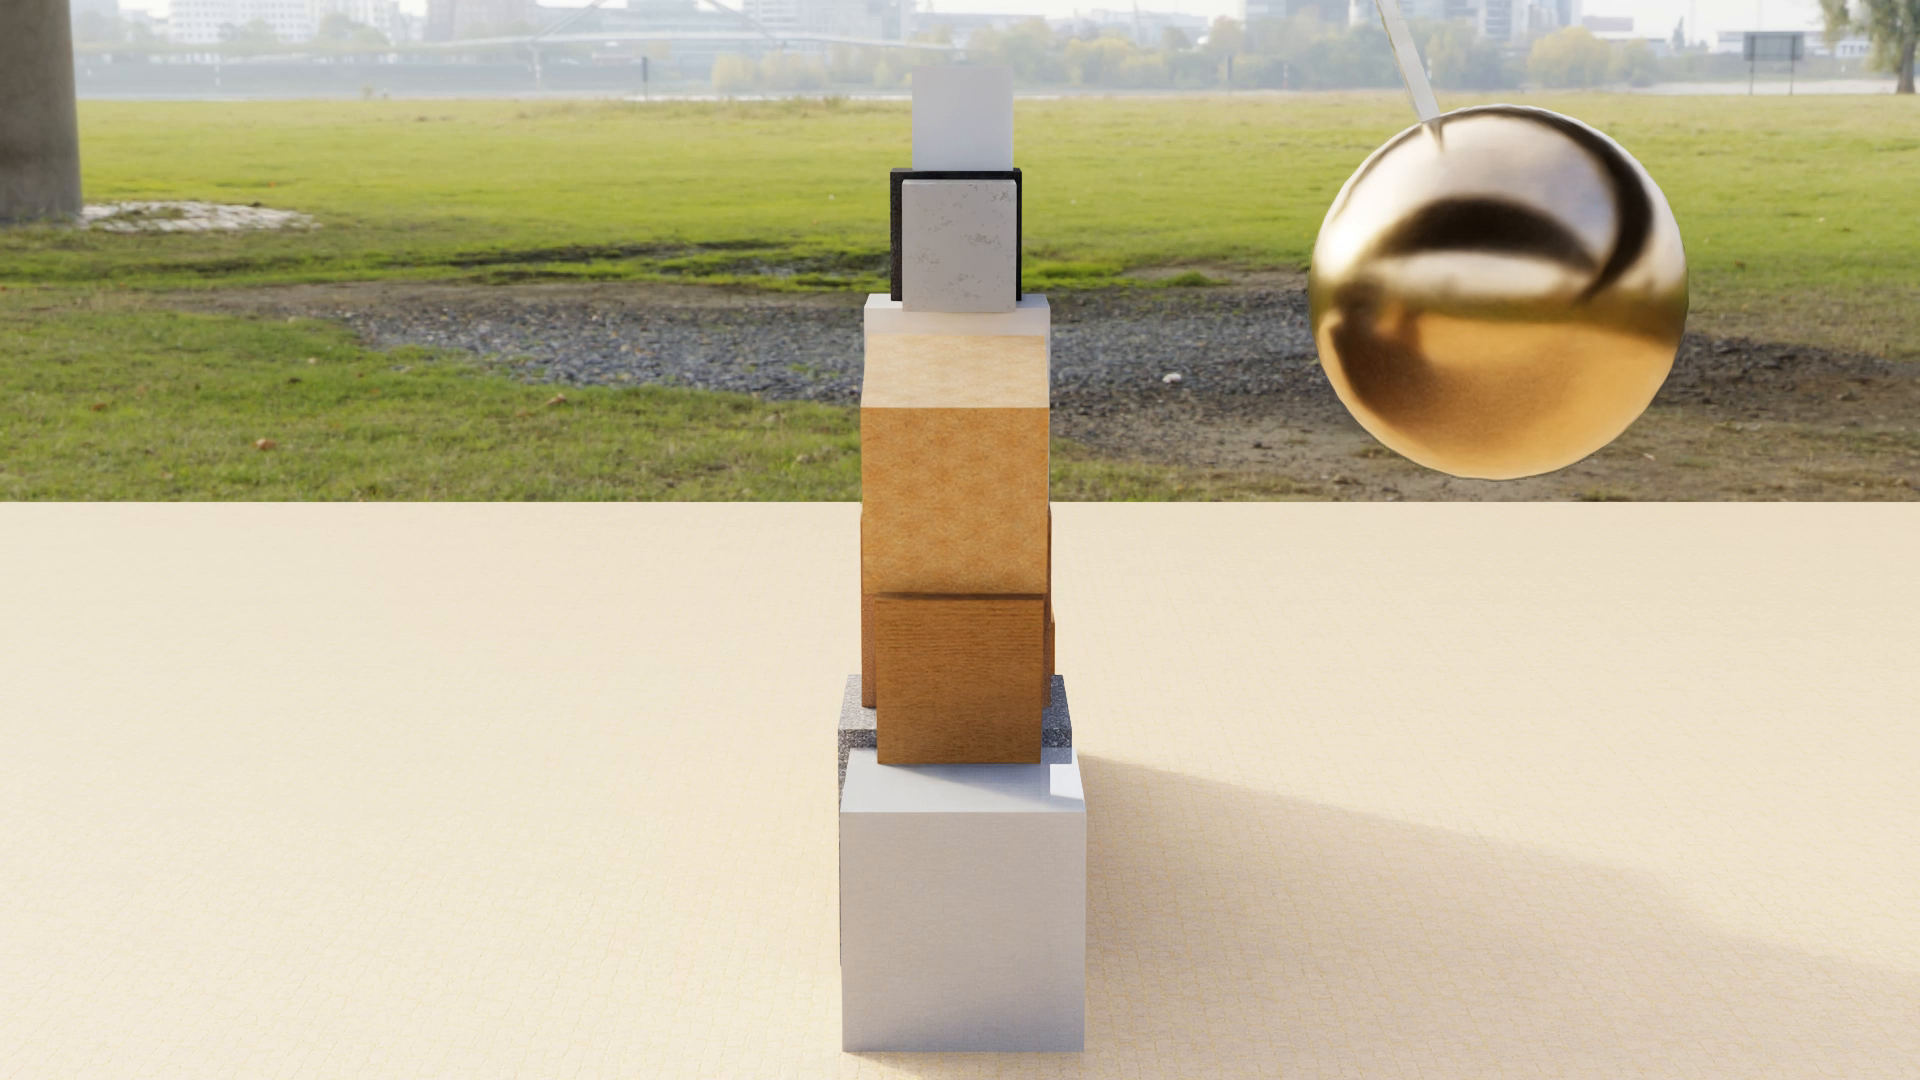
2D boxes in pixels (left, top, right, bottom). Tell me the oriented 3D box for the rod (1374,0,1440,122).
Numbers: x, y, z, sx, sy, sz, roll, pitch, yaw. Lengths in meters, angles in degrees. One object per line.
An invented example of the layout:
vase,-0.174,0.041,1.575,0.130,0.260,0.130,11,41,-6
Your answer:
rod,0.994,-4.149,10.426,0.080,5.200,0.080,-22,10,4

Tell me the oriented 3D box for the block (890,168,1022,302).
block,-0.016,-1.298,10.847,0.543,0.531,0.497,0,10,0

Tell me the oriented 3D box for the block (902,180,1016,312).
block,-0.004,-1.194,10.360,0.450,0.501,0.480,0,10,0

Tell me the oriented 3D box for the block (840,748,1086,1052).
block,0.012,1.337,9.688,0.881,0.903,0.896,0,10,0

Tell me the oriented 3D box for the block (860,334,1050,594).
block,-0.016,-0.294,9.700,0.677,0.754,0.715,0,26,0

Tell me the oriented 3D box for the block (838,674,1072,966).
block,-0.020,1.137,10.590,0.918,0.974,0.931,0,10,0

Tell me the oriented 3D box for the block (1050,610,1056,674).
block,0.018,0.748,13.047,0.895,0.861,0.905,0,10,0

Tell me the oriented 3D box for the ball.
ball,2.295,-1.058,10.988,1.600,1.600,1.600,0,10,0

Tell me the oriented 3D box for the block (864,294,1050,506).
block,-0.011,-0.596,10.735,0.750,0.809,0.688,0,10,0

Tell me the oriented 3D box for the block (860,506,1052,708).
block,-0.015,0.219,10.711,0.766,0.788,0.790,0,10,0

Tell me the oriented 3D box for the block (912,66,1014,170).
block,0.011,-1.786,10.847,0.419,0.430,0.427,0,10,0

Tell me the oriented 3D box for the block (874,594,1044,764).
block,-0.003,0.406,9.927,0.625,0.704,0.607,0,26,0
